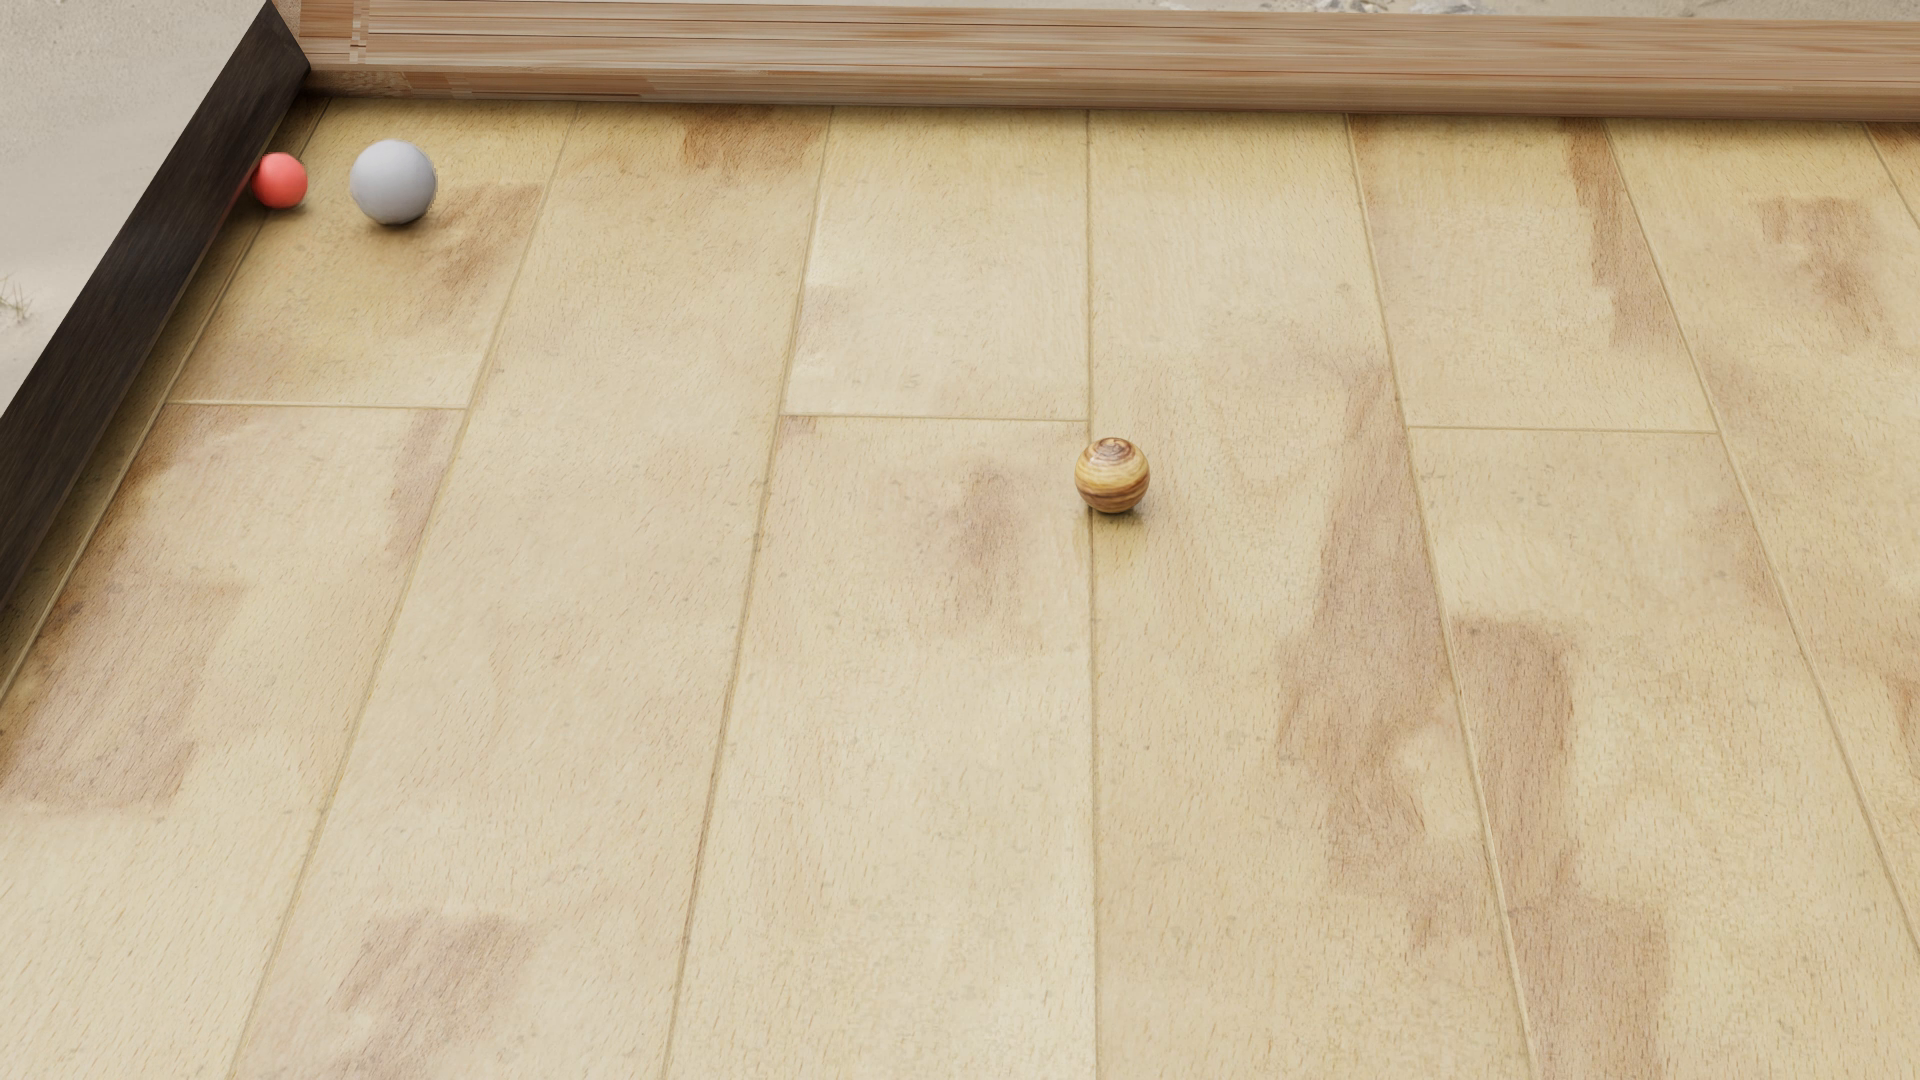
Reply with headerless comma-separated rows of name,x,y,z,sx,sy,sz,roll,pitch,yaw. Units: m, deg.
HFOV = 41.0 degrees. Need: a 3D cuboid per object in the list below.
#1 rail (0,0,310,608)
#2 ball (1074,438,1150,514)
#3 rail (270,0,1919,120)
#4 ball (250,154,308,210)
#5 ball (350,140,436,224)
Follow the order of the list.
rail,-0.675,-0.031,1.869,0.045,0.103,1.570,1,35,2
ball,0.115,-0.049,1.936,0.058,0.058,0.058,0,35,0
rail,0.726,-0.441,2.451,2.796,0.103,0.045,1,35,2
ball,-0.619,-0.326,2.335,0.051,0.051,0.051,0,35,0
ball,-0.510,-0.322,2.308,0.075,0.075,0.075,0,35,0
